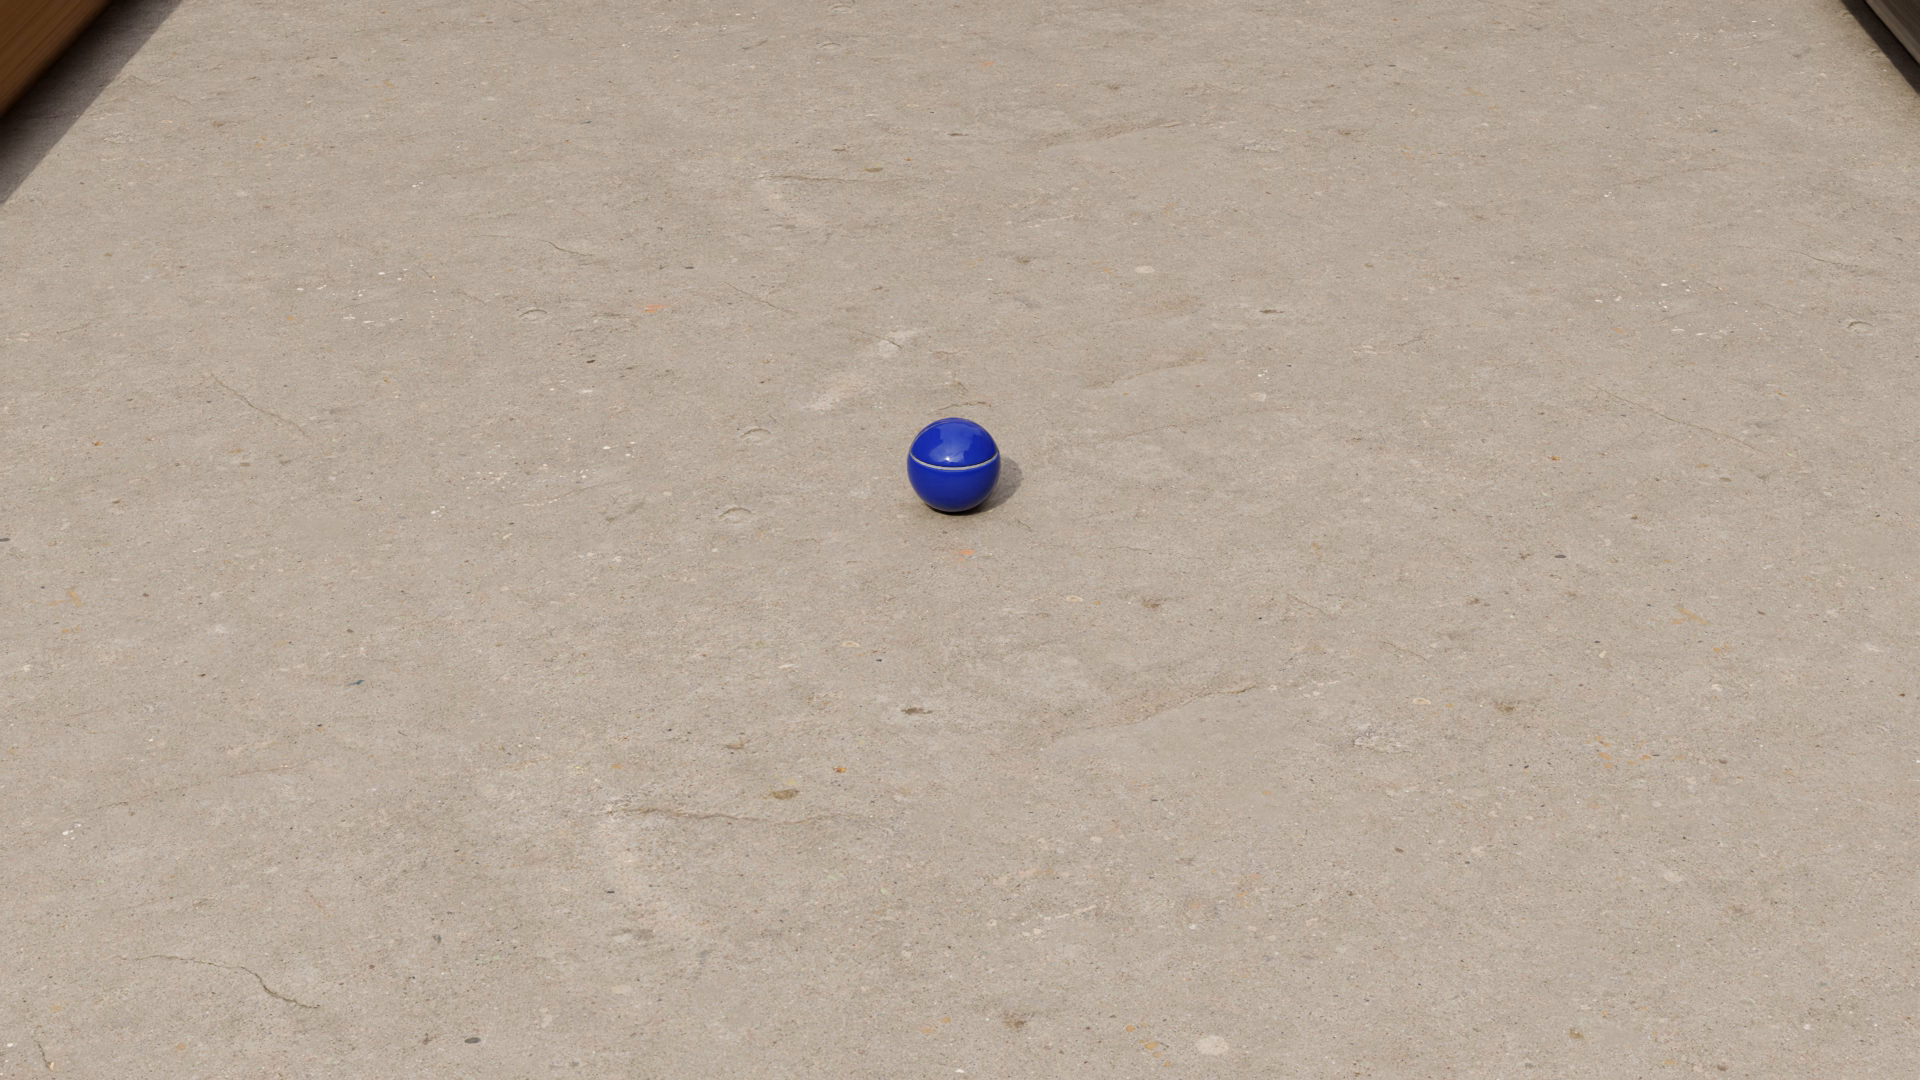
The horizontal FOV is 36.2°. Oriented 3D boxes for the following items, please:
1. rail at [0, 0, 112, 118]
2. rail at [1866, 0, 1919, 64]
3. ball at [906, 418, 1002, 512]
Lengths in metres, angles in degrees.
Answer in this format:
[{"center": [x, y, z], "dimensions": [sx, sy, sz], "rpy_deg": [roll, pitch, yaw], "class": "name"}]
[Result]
[{"center": [-0.837, -0.381, 2.512], "dimensions": [0.045, 0.115, 3.098], "rpy_deg": [1, 27, 1], "class": "rail"}, {"center": [0.873, -0.363, 2.476], "dimensions": [0.045, 0.115, 3.098], "rpy_deg": [1, 27, 1], "class": "rail"}, {"center": [-0.004, -0.049, 1.925], "dimensions": [0.062, 0.062, 0.062], "rpy_deg": [0, 27, 0], "class": "ball"}]
